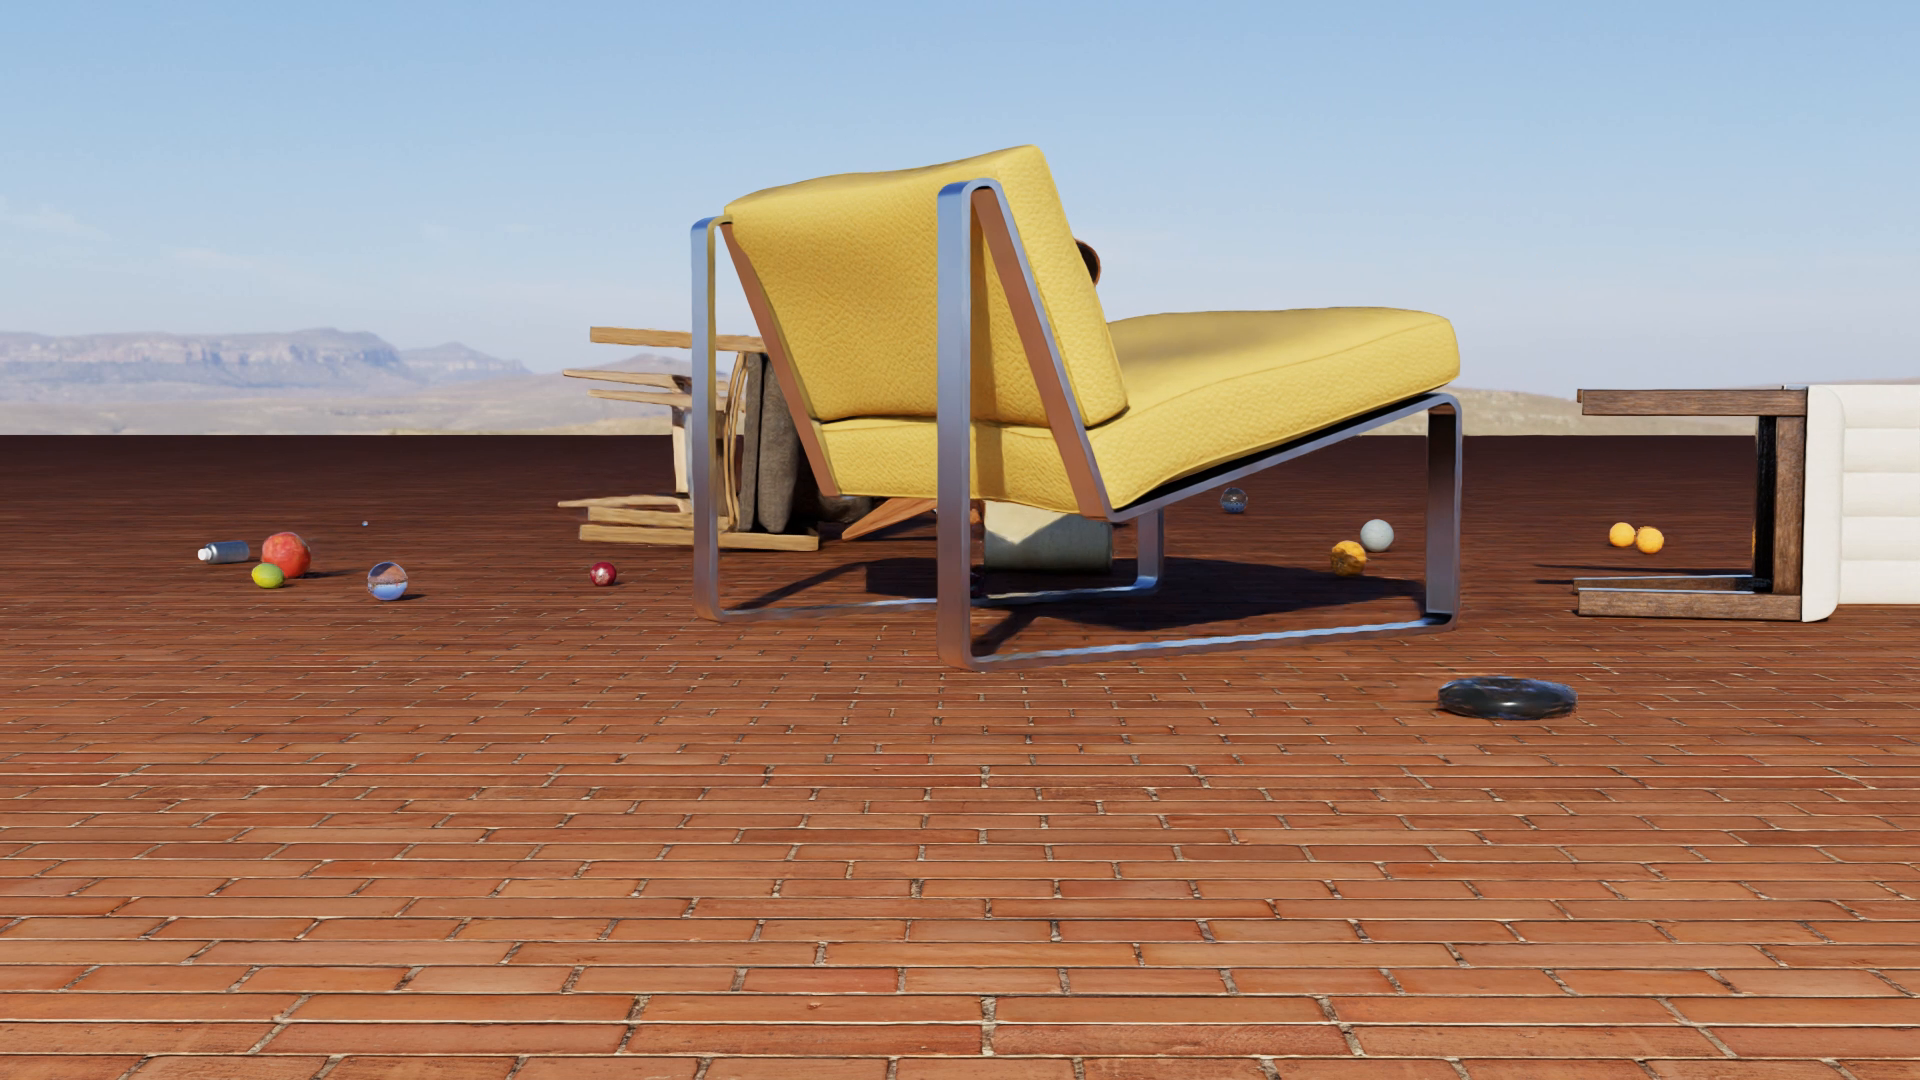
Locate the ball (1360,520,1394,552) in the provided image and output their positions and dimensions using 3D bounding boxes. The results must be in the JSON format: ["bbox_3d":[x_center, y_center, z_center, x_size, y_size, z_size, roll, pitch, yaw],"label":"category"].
[{"bbox_3d":[1.144,-0.011,6.034,0.092,0.092,0.092,0,4,0],"label":"ball"}]

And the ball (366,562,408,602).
[{"bbox_3d":[-1.213,0.088,4.658,0.083,0.083,0.083,0,4,0],"label":"ball"}]

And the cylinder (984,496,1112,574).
[{"bbox_3d":[0.219,-0.014,5.421,0.311,0.148,0.259,0,34,3],"label":"cylinder"}]

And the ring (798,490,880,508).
[{"bbox_3d":[-0.462,-0.158,8.400,0.312,0.062,0.307,-1,5,-1],"label":"ring"}]

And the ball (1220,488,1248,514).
[{"bbox_3d":[0.985,-0.141,7.904,0.095,0.095,0.095,0,4,0],"label":"ball"}]

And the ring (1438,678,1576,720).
[{"bbox_3d":[0.758,0.219,3.049,0.187,0.043,0.190,2,4,20],"label":"ring"}]

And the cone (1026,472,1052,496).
[{"bbox_3d":[0.269,-0.142,8.086,0.104,0.167,0.156,17,36,11],"label":"cone"}]
